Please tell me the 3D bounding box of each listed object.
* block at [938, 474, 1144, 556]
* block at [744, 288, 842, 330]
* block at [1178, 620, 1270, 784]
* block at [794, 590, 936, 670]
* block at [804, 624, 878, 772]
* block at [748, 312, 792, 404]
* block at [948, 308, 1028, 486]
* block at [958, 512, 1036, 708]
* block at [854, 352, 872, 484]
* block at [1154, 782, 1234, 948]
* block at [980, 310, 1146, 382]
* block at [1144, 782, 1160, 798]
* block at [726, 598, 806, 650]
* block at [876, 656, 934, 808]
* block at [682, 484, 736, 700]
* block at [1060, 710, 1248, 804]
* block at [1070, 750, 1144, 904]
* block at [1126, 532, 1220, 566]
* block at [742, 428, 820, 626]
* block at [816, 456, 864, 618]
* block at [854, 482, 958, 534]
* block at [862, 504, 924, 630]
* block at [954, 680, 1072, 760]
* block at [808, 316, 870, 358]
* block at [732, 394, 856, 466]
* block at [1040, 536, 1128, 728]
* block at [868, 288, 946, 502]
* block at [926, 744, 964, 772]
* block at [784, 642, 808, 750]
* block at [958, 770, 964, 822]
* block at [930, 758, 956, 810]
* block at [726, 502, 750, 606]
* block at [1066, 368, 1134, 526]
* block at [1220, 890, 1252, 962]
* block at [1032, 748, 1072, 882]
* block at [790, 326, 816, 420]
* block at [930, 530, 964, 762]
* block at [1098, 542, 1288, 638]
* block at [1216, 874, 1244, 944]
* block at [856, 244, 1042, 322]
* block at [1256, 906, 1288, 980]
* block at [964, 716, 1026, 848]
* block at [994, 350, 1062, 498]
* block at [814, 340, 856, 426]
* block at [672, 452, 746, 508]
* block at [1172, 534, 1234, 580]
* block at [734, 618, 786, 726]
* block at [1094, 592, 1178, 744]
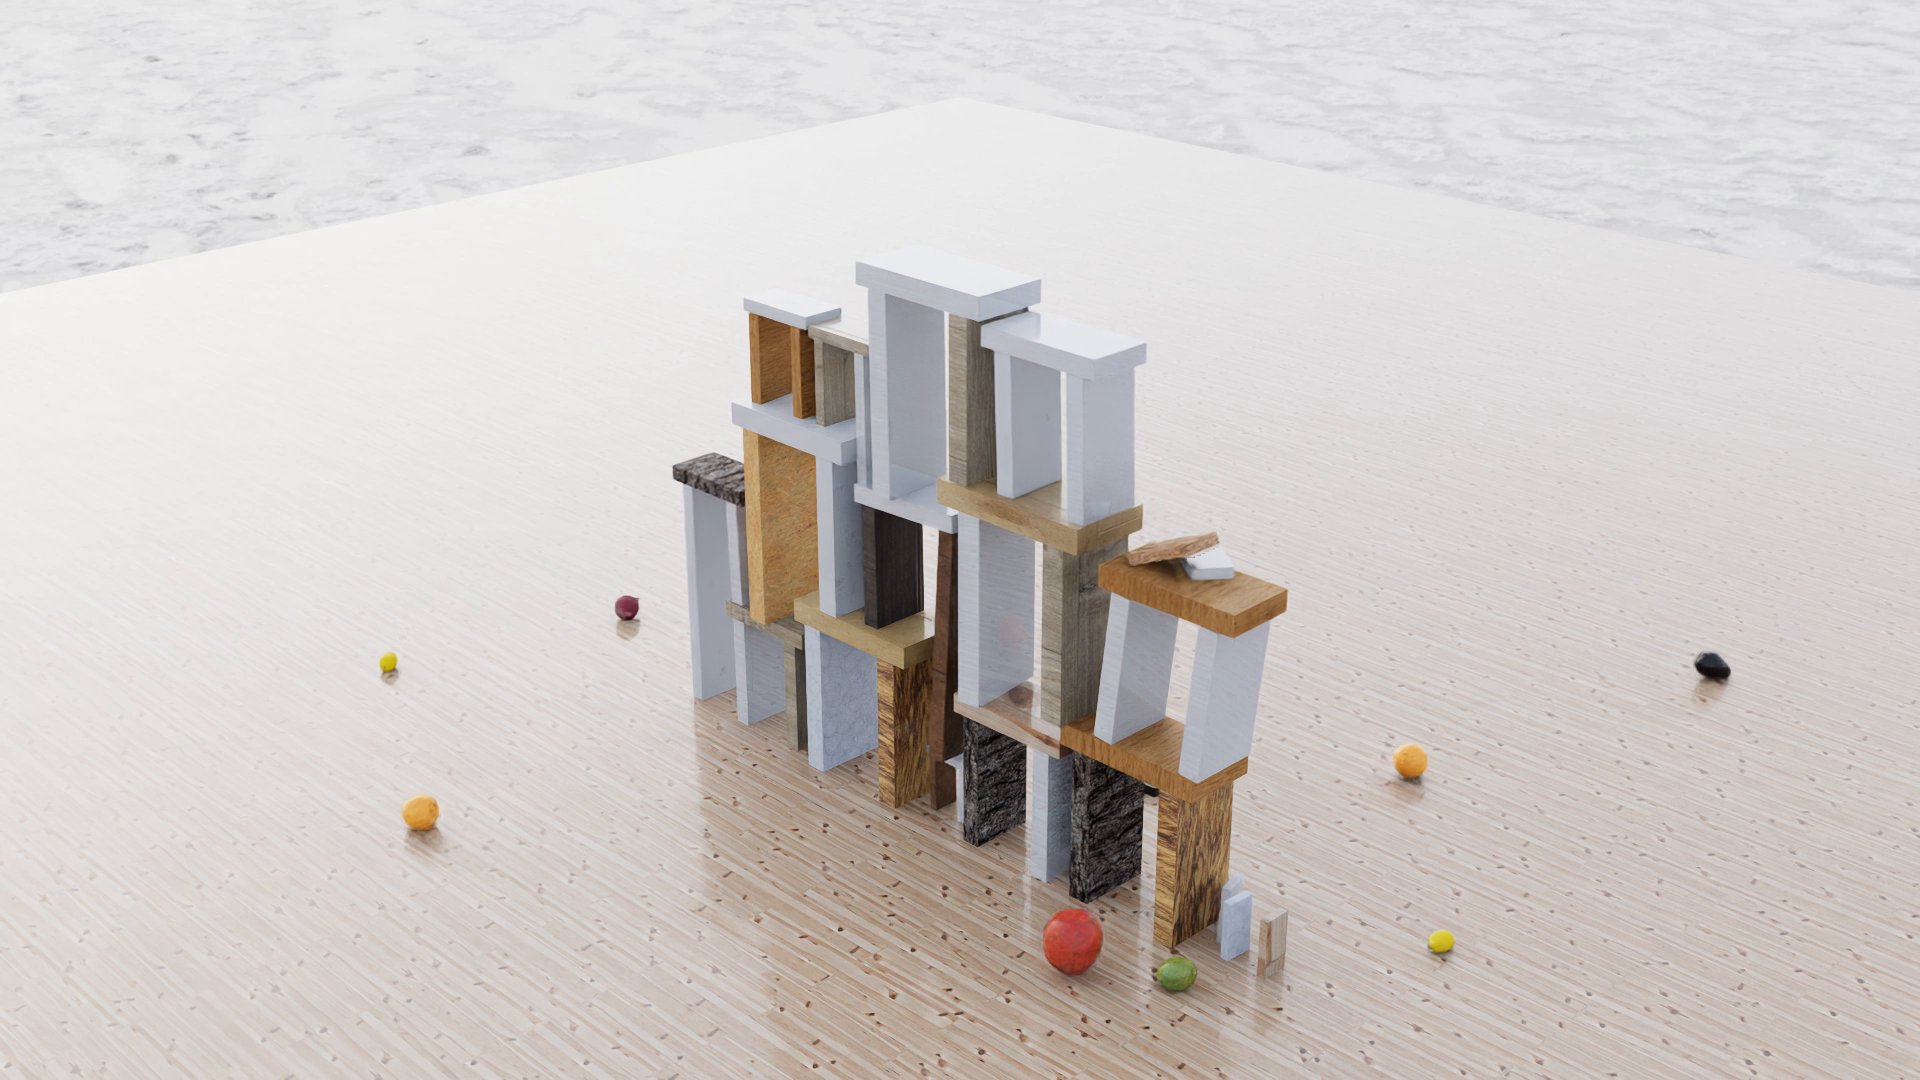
[{"bbox_3d":[0.144,-0.067,4.034,0.176,0.050,0.353,-21,31,-40],"label":"block"},{"bbox_3d":[-0.335,-0.462,4.389,0.189,0.027,0.095,21,31,40],"label":"block"},{"bbox_3d":[0.462,0.265,3.835,0.149,0.299,0.042,-21,37,-41],"label":"block"},{"bbox_3d":[-0.168,0.166,4.474,0.327,0.046,0.163,21,31,41],"label":"block"},{"bbox_3d":[-0.245,0.308,4.618,0.046,0.327,0.163,21,31,41],"label":"block"},{"bbox_3d":[-0.385,-0.380,4.472,0.027,0.189,0.094,17,28,34],"label":"block"},{"bbox_3d":[0.053,-0.274,4.046,0.161,0.322,0.046,-21,31,-41],"label":"block"},{"bbox_3d":[0.071,0.106,4.195,0.050,0.395,0.176,17,28,35],"label":"block"},{"bbox_3d":[-0.163,-0.246,4.288,0.025,0.264,0.088,20,30,40],"label":"block"},{"bbox_3d":[0.426,0.572,4.011,0.157,0.314,0.044,-21,31,-40],"label":"block"},{"bbox_3d":[0.181,-0.345,3.876,0.136,0.039,0.272,-21,31,-40],"label":"block"},{"bbox_3d":[0.420,0.487,4.585,0.075,0.021,0.150,18,29,37],"label":"block"},{"bbox_3d":[-0.373,0.163,4.699,0.124,0.035,0.247,-21,31,-41],"label":"block"},{"bbox_3d":[-0.091,0.368,4.476,0.046,0.327,0.163,21,31,41],"label":"block"},{"bbox_3d":[-0.545,0.102,4.862,0.116,0.514,0.033,-21,31,-40],"label":"block"},{"bbox_3d":[0.352,0.378,4.009,0.157,0.044,0.314,-21,31,-41],"label":"block"},{"bbox_3d":[0.279,0.514,4.147,0.044,0.314,0.157,21,31,41],"label":"block"},{"bbox_3d":[0.370,0.015,3.823,0.075,0.021,0.150,-21,7,-40],"label":"block"},{"bbox_3d":[-0.367,-0.048,4.603,0.048,0.428,0.169,21,31,41],"label":"block"},{"bbox_3d":[-0.208,-0.028,4.439,0.048,0.337,0.169,21,31,41],"label":"block"},{"bbox_3d":[-0.068,-0.079,4.276,0.260,0.037,0.130,19,29,39],"label":"block"},{"bbox_3d":[-0.133,0.035,4.389,0.037,0.260,0.130,20,30,41],"label":"block"},{"bbox_3d":[0.135,0.333,4.215,0.277,0.039,0.139,21,31,41],"label":"block"},{"bbox_3d":[-0.204,-0.396,4.271,0.088,0.025,0.175,-21,31,-41],"label":"block"},{"bbox_3d":[-0.289,-0.236,4.437,0.169,0.048,0.338,-21,31,-40],"label":"block"},{"bbox_3d":[0.228,0.150,4.037,0.176,0.353,0.050,-21,31,-40],"label":"block"},{"bbox_3d":[-0.099,-0.294,4.206,0.046,0.414,0.161,19,29,39],"label":"block"},{"bbox_3d":[-0.006,0.432,4.421,0.059,0.017,0.117,-19,30,-40],"label":"block"},{"bbox_3d":[-0.315,0.316,4.700,0.124,0.247,0.035,-21,31,-41],"label":"block"},{"bbox_3d":[0.022,0.505,4.419,0.017,0.117,0.059,18,28,34],"label":"block"},{"bbox_3d":[-0.034,0.484,4.468,0.017,0.117,0.059,18,29,41],"label":"block"},{"bbox_3d":[-0.439,0.013,4.709,0.033,0.231,0.116,19,30,41],"label":"block"},{"bbox_3d":[0.248,-0.174,3.872,0.136,0.272,0.039,-21,29,-40],"label":"block"},{"bbox_3d":[0.499,0.696,3.969,0.059,0.118,0.017,-19,29,-37],"label":"block"},{"bbox_3d":[0.200,0.505,4.217,0.039,0.277,0.139,21,31,41],"label":"block"},{"bbox_3d":[-0.291,-0.344,4.388,0.094,0.189,0.027,-21,31,-40],"label":"block"},{"bbox_3d":[0.007,0.192,4.325,0.037,0.500,0.130,23,31,38],"label":"block"},{"bbox_3d":[0.402,0.083,3.821,0.299,0.042,0.149,21,31,40],"label":"block"},{"bbox_3d":[0.494,0.675,4.019,0.017,0.118,0.059,16,28,27],"label":"block"},{"bbox_3d":[-0.024,-0.476,4.047,0.322,0.046,0.161,22,31,40],"label":"block"},{"bbox_3d":[0.557,0.718,3.917,0.017,0.118,0.059,21,31,41],"label":"block"},{"bbox_3d":[0.070,0.453,4.337,0.039,0.277,0.139,21,31,41],"label":"block"},{"bbox_3d":[0.125,-0.225,3.992,0.039,0.272,0.136,18,29,40],"label":"block"},{"bbox_3d":[-0.245,-0.320,4.348,0.088,0.175,0.025,-21,31,-40],"label":"block"},{"bbox_3d":[-0.498,-0.131,4.710,0.231,0.033,0.116,21,31,41],"label":"block"},{"bbox_3d":[0.426,0.029,3.867,0.075,0.021,0.150,-3,23,-8],"label":"block"},{"bbox_3d":[-0.431,0.270,4.808,0.035,0.248,0.124,21,31,41],"label":"block"},{"bbox_3d":[0.322,0.209,3.963,0.149,0.299,0.042,-21,37,-40],"label":"block"}]
